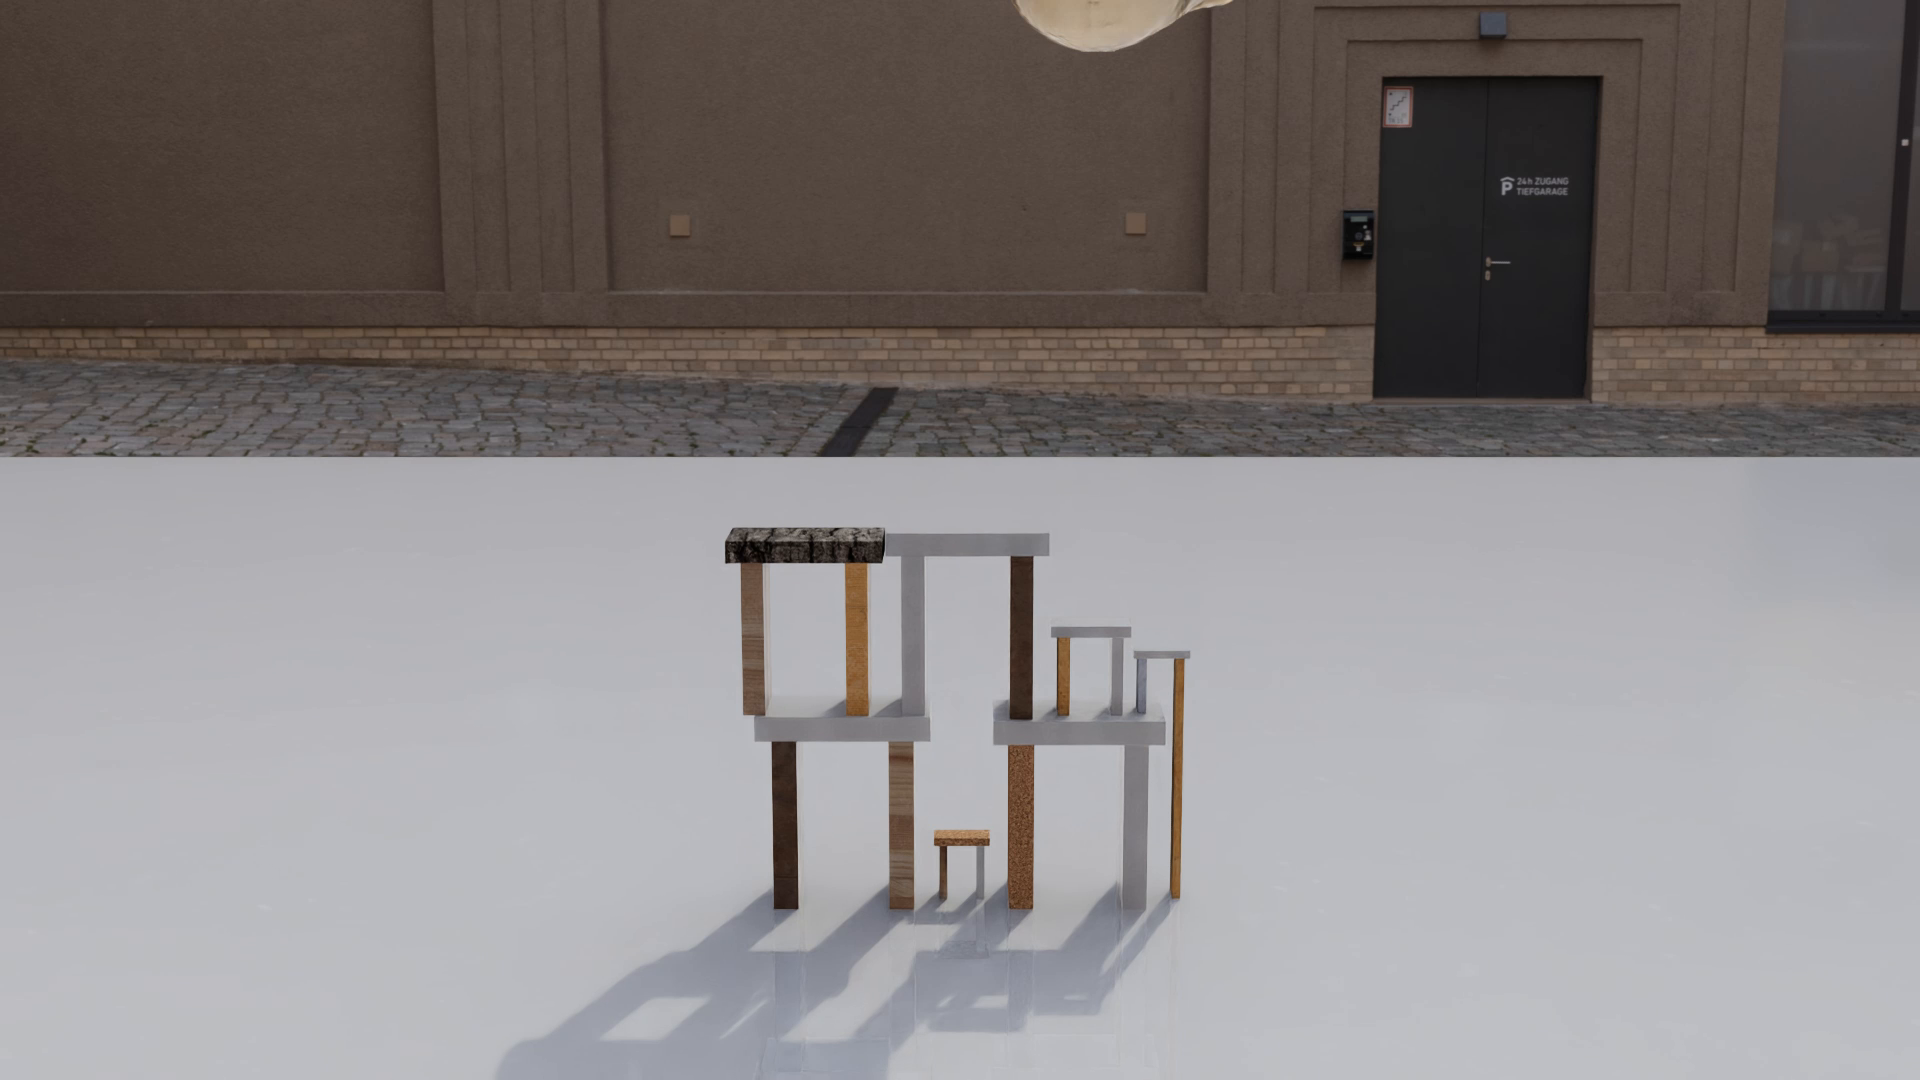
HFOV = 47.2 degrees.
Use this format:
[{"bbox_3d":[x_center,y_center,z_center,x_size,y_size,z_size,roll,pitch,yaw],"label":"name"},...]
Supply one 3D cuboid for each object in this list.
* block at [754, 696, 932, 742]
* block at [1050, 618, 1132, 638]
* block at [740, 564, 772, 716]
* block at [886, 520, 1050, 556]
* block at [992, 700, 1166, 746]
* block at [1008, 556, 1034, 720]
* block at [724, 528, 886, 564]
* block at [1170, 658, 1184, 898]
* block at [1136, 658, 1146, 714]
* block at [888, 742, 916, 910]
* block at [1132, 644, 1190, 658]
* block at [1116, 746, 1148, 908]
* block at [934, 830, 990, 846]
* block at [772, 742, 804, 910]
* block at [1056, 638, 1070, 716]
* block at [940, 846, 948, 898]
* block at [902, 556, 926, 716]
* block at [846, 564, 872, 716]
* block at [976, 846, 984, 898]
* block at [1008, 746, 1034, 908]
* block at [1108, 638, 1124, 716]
[{"bbox_3d":[-0.190,0.292,3.610,0.284,0.040,0.142,0,11,0],"label":"block"},{"bbox_3d":[0.212,0.143,3.583,0.130,0.018,0.065,0,11,0],"label":"block"},{"bbox_3d":[-0.332,0.149,3.588,0.035,0.250,0.125,0,11,0],"label":"block"},{"bbox_3d":[0.012,-0.004,3.564,0.261,0.037,0.131,0,11,0],"label":"block"},{"bbox_3d":[0.193,0.299,3.611,0.277,0.039,0.139,0,11,0],"label":"block"},{"bbox_3d":[0.099,0.146,3.592,0.037,0.268,0.131,0,11,0],"label":"block"},{"bbox_3d":[-0.249,0.008,3.562,0.250,0.035,0.125,0,11,0],"label":"block"},{"bbox_3d":[0.358,0.389,3.631,0.013,0.408,0.046,0,11,0],"label":"block"},{"bbox_3d":[0.297,0.234,3.602,0.013,0.092,0.046,0,11,0],"label":"block"},{"bbox_3d":[-0.095,0.451,3.639,0.040,0.283,0.142,0,11,0],"label":"block"},{"bbox_3d":[0.328,0.182,3.593,0.092,0.013,0.046,0,11,0],"label":"block"},{"bbox_3d":[0.285,0.455,3.639,0.039,0.277,0.139,0,11,0],"label":"block"},{"bbox_3d":[0.003,0.494,3.648,0.092,0.013,0.046,0,11,0],"label":"block"},{"bbox_3d":[-0.284,0.451,3.639,0.040,0.284,0.142,0,11,0],"label":"block"},{"bbox_3d":[0.169,0.216,3.597,0.018,0.130,0.065,0,11,0],"label":"block"},{"bbox_3d":[-0.027,0.545,3.658,0.013,0.092,0.046,0,11,0],"label":"block"},{"bbox_3d":[-0.075,0.143,3.591,0.037,0.261,0.131,0,11,0],"label":"block"},{"bbox_3d":[-0.165,0.149,3.588,0.035,0.250,0.125,0,11,0],"label":"block"},{"bbox_3d":[0.034,0.545,3.658,0.013,0.092,0.046,0,11,0],"label":"block"},{"bbox_3d":[0.100,0.455,3.639,0.039,0.277,0.139,0,11,0],"label":"block"},{"bbox_3d":[0.255,0.216,3.597,0.018,0.130,0.065,0,11,0],"label":"block"}]
